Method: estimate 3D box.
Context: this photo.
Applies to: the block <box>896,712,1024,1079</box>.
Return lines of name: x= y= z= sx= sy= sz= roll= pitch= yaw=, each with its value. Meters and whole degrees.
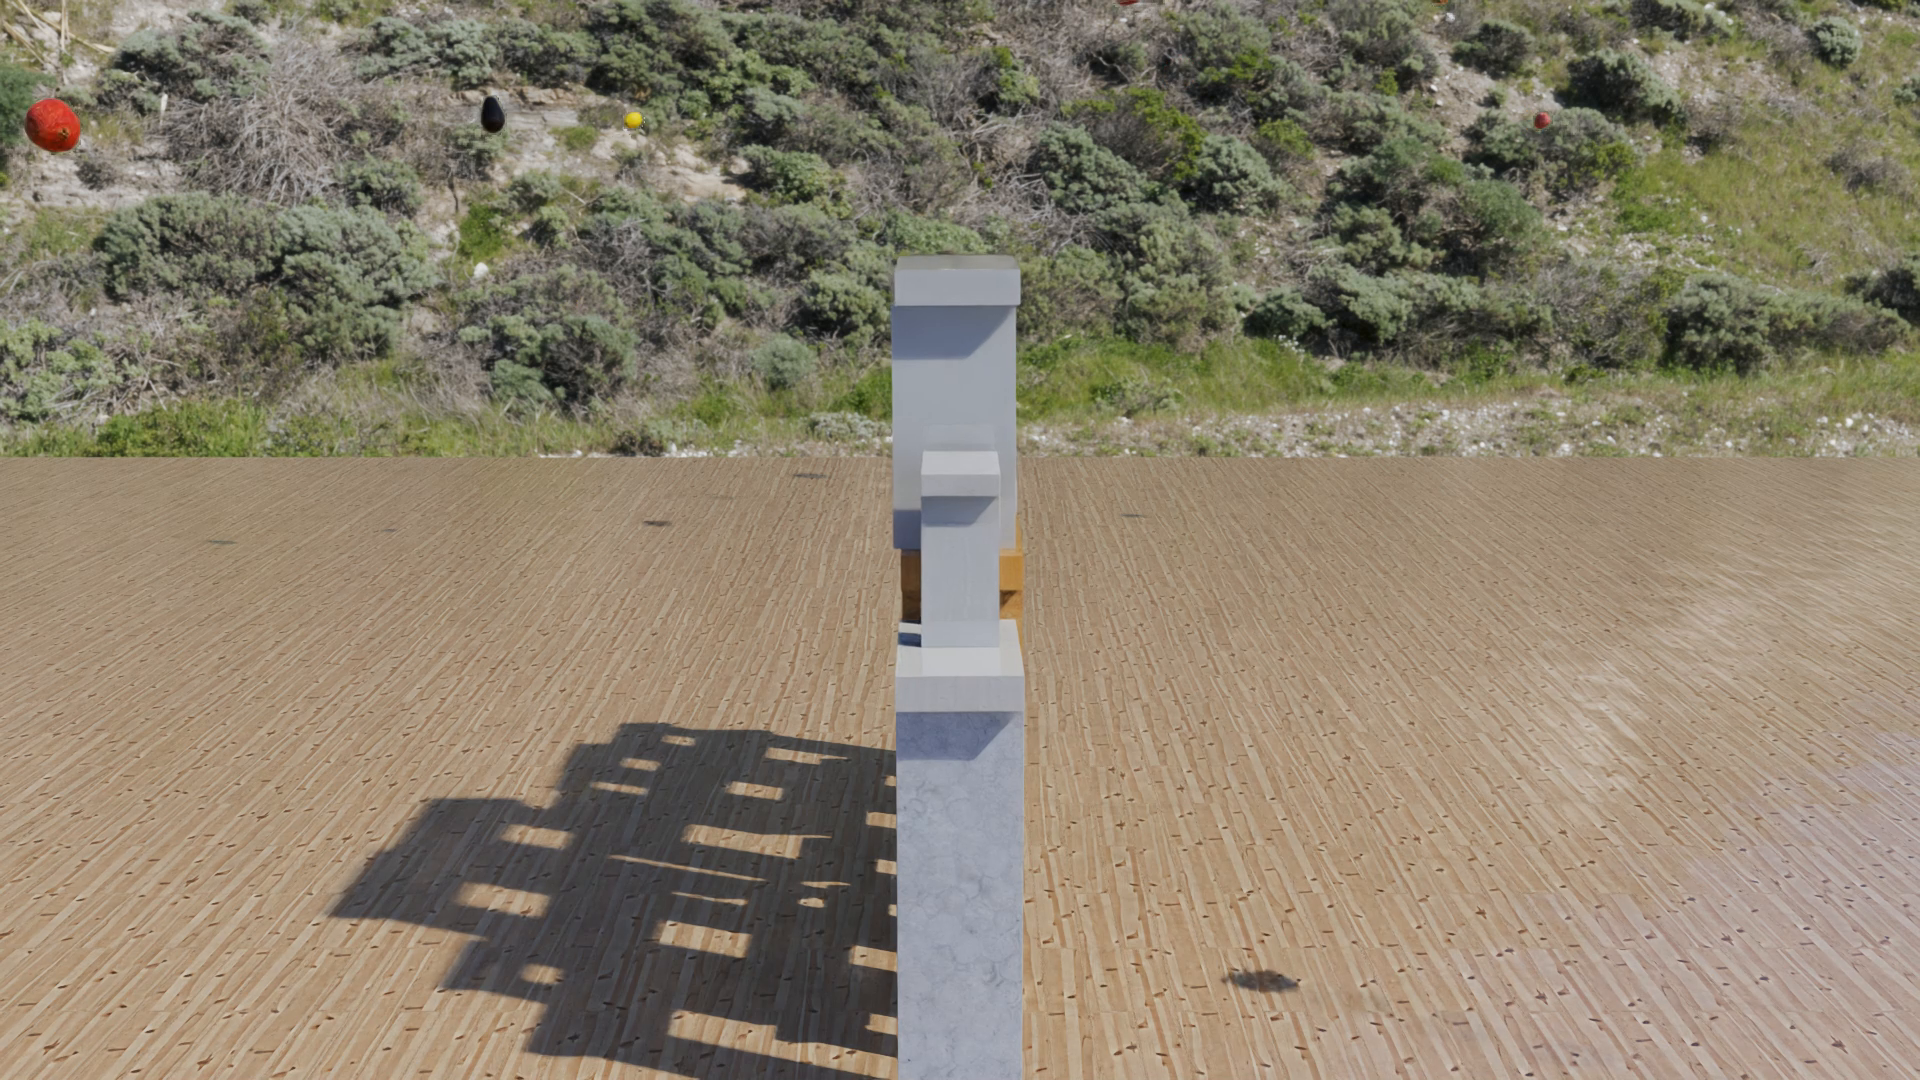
block: x=0.000 y=0.472 z=2.796 sx=0.159 sy=0.551 sz=0.045 roll=0 pitch=11 yaw=0

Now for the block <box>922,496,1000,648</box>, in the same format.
block: x=0.000 y=0.037 z=2.831 sx=0.100 sy=0.201 sz=0.028 roll=0 pitch=11 yaw=-1

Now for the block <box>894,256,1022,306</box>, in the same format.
block: x=-0.005 y=-0.368 z=3.103 sx=0.169 sy=0.048 sz=0.338 roll=0 pitch=11 yaw=-1

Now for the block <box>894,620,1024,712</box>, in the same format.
block: x=-0.002 y=0.159 z=2.847 sx=0.159 sy=0.045 sz=0.318 roll=0 pitch=11 yaw=-1

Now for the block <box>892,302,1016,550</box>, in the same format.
block: x=-0.008 y=-0.158 z=3.027 sx=0.169 sy=0.338 sz=0.048 roll=0 pitch=11 yaw=0

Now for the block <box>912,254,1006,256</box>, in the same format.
block: x=-0.001 y=-0.415 z=3.425 sx=0.153 sy=0.043 sz=0.305 roll=0 pitch=11 yaw=0

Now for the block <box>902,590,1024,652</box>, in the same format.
block: x=0.004 y=0.256 z=3.085 sx=0.166 sy=0.403 sz=0.047 roll=0 pitch=11 yaw=0

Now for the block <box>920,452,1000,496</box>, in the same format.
block: x=0.001 y=-0.088 z=2.876 sx=0.100 sy=0.028 sz=0.201 roll=0 pitch=11 yaw=0

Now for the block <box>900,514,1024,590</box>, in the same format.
block: x=0.003 y=0.014 z=3.154 sx=0.166 sy=0.047 sz=0.333 roll=0 pitch=10 yaw=0
